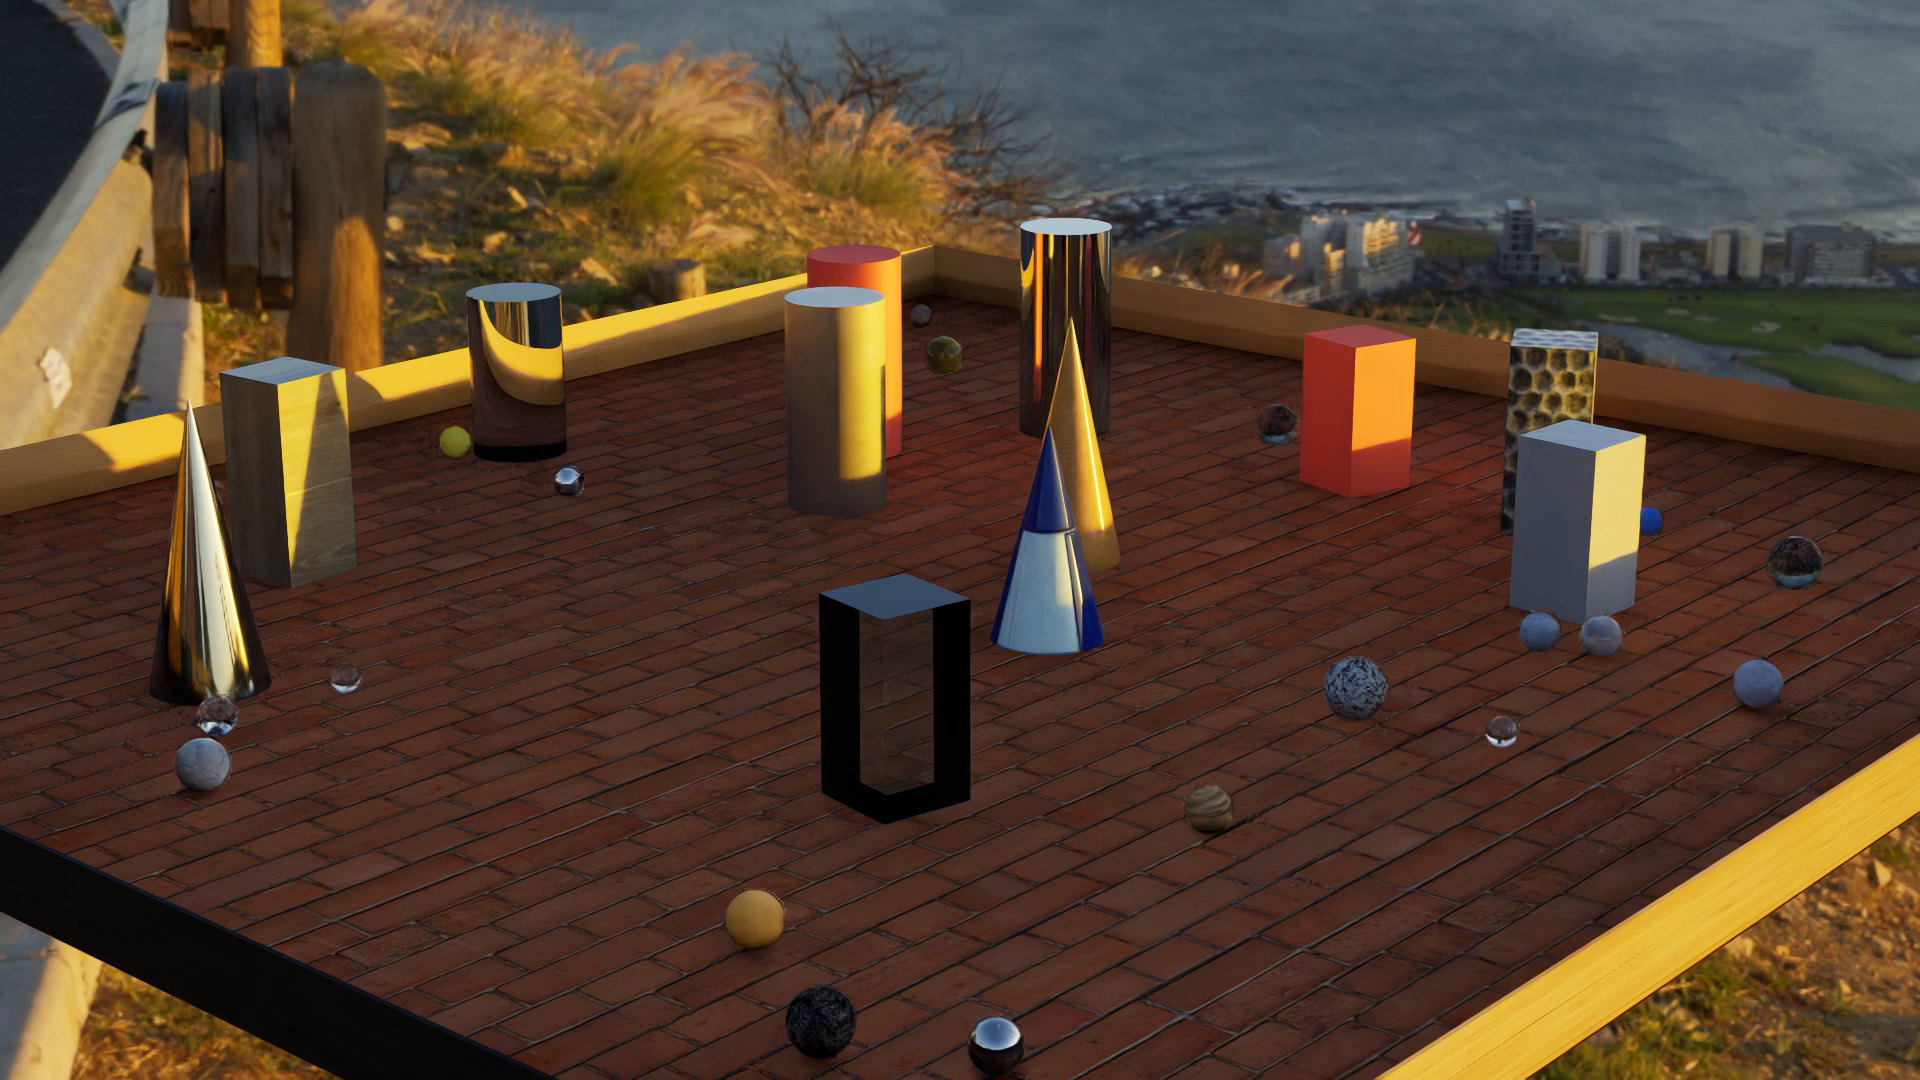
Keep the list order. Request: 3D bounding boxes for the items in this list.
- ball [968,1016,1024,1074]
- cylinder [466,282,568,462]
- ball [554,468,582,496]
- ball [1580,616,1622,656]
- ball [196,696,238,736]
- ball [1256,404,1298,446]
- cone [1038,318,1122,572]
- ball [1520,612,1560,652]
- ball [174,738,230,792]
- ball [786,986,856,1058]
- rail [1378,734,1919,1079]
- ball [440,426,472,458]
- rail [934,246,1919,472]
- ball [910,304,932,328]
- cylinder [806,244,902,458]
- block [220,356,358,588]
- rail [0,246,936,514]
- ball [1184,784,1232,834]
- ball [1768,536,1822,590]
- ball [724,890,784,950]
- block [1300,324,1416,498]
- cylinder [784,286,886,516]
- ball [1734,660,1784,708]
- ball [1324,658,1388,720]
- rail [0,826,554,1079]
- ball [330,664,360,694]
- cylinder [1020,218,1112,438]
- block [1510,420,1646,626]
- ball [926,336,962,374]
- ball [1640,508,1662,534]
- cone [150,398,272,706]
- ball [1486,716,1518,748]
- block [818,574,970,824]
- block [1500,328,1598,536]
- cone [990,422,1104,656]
[{"bbox_3d":[0.041,0.585,3.391,0.066,0.066,0.066,0,17,0],"label":"ball"},{"bbox_3d":[-0.907,-0.344,6.007,0.191,0.333,0.191,0,17,0],"label":"cylinder"},{"bbox_3d":[-0.765,-0.113,5.719,0.056,0.056,0.056,0,17,0],"label":"ball"},{"bbox_3d":[1.051,0.157,4.803,0.068,0.068,0.068,0,17,0],"label":"ball"},{"bbox_3d":[-1.128,0.267,4.451,0.061,0.061,0.061,0,17,0],"label":"ball"},{"bbox_3d":[0.657,-0.240,6.089,0.085,0.085,0.085,0,17,0],"label":"ball"},{"bbox_3d":[0.198,-0.183,5.271,0.191,0.450,0.191,0,17,0],"label":"cone"},{"bbox_3d":[0.955,0.150,4.831,0.065,0.065,0.065,0,17,0],"label":"ball"},{"bbox_3d":[-1.095,0.324,4.236,0.077,0.077,0.077,0,17,0],"label":"ball"},{"bbox_3d":[-0.163,0.564,3.430,0.083,0.083,0.083,0,17,0],"label":"ball"},{"bbox_3d":[1.264,0.349,4.070,0.045,0.124,3.705,14,22,39],"label":"rail"},{"bbox_3d":[-1.032,-0.200,5.995,0.064,0.064,0.064,0,17,0],"label":"ball"},{"bbox_3d":[1.199,-0.368,6.443,3.397,0.124,0.045,14,22,39],"label":"rail"},{"bbox_3d":[-0.095,-0.547,7.156,0.056,0.056,0.056,0,17,0],"label":"ball"},{"bbox_3d":[-0.215,-0.384,6.004,0.191,0.410,0.191,0,17,0],"label":"cylinder"},{"bbox_3d":[-1.192,-0.122,5.209,0.153,0.368,0.153,12,21,35],"label":"block"},{"bbox_3d":[-1.264,-0.286,6.171,0.045,0.124,3.705,14,22,39],"label":"rail"},{"bbox_3d":[0.346,0.375,4.082,0.068,0.068,0.068,0,17,0],"label":"ball"},{"bbox_3d":[1.466,0.040,5.148,0.094,0.094,0.094,0,17,0],"label":"ball"},{"bbox_3d":[-0.260,0.481,3.717,0.076,0.076,0.076,0,17,0],"label":"ball"},{"bbox_3d":[0.781,-0.255,5.769,0.153,0.299,0.153,-11,20,-32],"label":"block"},{"bbox_3d":[-0.238,-0.268,5.626,0.191,0.406,0.191,0,17,0],"label":"cylinder"},{"bbox_3d":[1.244,0.224,4.570,0.075,0.075,0.075,0,17,0],"label":"ball"},{"bbox_3d":[0.610,0.230,4.516,0.096,0.096,0.096,0,17,0],"label":"ball"},{"bbox_3d":[-1.199,0.430,3.798,3.397,0.124,0.045,14,22,39],"label":"rail"},{"bbox_3d":[-0.972,0.220,4.636,0.045,0.045,0.045,0,17,0],"label":"ball"},{"bbox_3d":[0.221,-0.444,6.161,0.191,0.435,0.191,0,17,0],"label":"cylinder"},{"bbox_3d":[1.057,-0.032,5.022,0.153,0.305,0.153,16,23,42],"label":"block"},{"bbox_3d":[-0.036,-0.423,6.696,0.085,0.085,0.085,0,17,0],"label":"ball"},{"bbox_3d":[1.283,-0.036,5.471,0.052,0.052,0.052,0,17,0],"label":"ball"},{"bbox_3d":[-1.194,0.003,4.606,0.191,0.477,0.191,0,17,0],"label":"cone"},{"bbox_3d":[0.814,0.289,4.403,0.048,0.048,0.048,0,17,0],"label":"ball"},{"bbox_3d":[-0.092,0.224,4.176,0.153,0.303,0.153,-13,21,-36],"label":"block"},{"bbox_3d":[1.101,-0.199,5.478,0.153,0.361,0.153,4,17,13],"label":"block"},{"bbox_3d":[0.146,-0.016,4.850,0.191,0.372,0.191,0,17,0],"label":"cone"}]
